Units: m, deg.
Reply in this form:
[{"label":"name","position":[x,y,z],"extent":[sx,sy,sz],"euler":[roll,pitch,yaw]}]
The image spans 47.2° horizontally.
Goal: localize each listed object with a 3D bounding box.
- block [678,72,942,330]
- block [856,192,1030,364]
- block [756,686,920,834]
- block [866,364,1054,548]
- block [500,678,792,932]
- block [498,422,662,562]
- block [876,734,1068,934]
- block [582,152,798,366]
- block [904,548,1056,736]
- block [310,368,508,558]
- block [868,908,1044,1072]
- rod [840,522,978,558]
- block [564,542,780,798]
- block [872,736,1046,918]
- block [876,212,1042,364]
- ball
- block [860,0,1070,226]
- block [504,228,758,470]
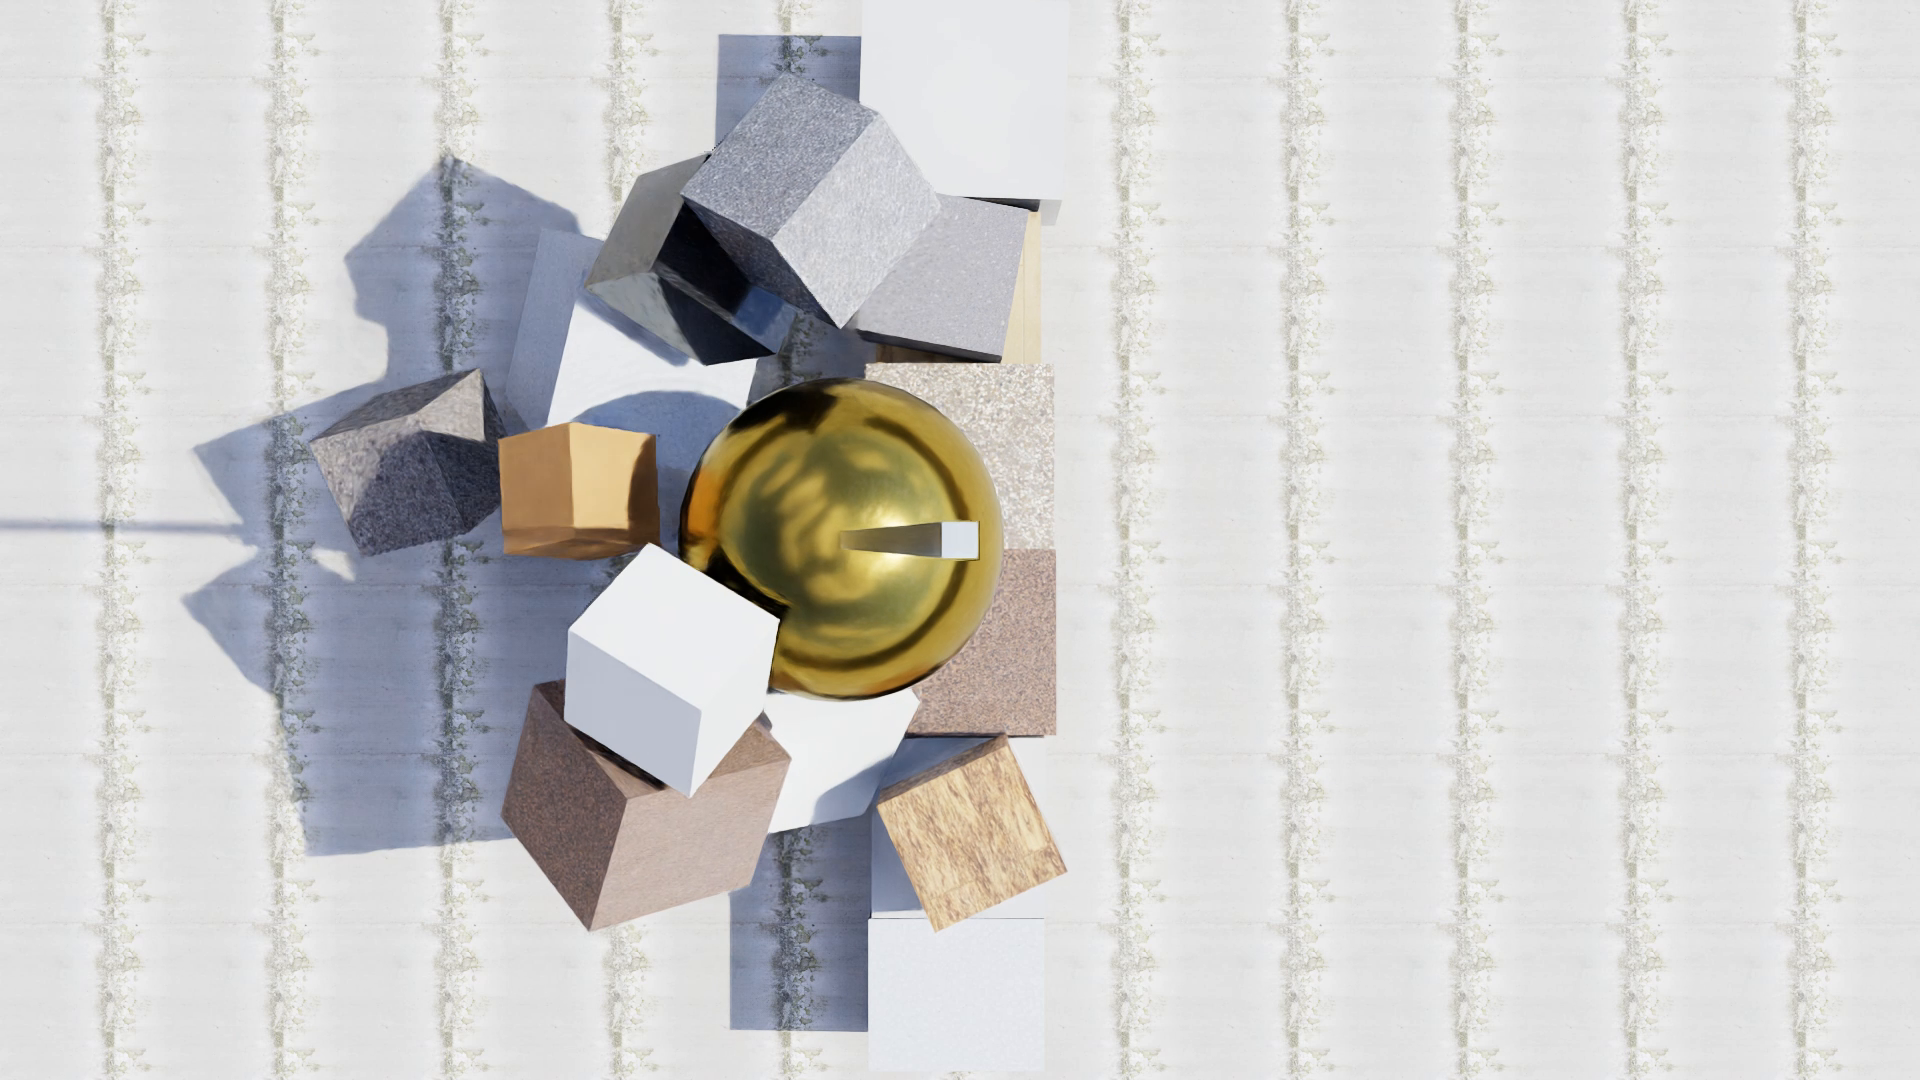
[{"label":"block","position":[-0.710,-1.631,10.563],"extent":[0.703,0.711,0.796],"euler":[31,77,38]},{"label":"block","position":[-0.089,-1.419,11.863],"extent":[0.779,0.665,0.779],"euler":[10,90,0]},{"label":"block","position":[-0.975,0.899,11.826],"extent":[0.970,0.920,0.883],"euler":[53,133,34]},{"label":"block","position":[-0.002,-0.461,12.516],"extent":[1.037,0.968,1.010],"euler":[0,90,0]},{"label":"block","position":[-1.590,1.247,11.085],"extent":[0.890,0.974,0.861],"euler":[43,127,34]},{"label":"block","position":[-1.881,-0.230,10.892],"extent":[0.501,0.581,0.569],"euler":[-10,80,36]},{"label":"block","position":[0.062,1.541,11.682],"extent":[0.757,0.661,0.724],"euler":[-25,90,0]},{"label":"block","position":[-1.300,-1.419,11.275],"extent":[0.798,0.759,0.686],"euler":[33,71,-30]},{"label":"block","position":[0.008,0.561,12.505],"extent":[1.038,0.990,1.016],"euler":[0,90,0]},{"label":"block","position":[-2.975,-0.428,12.135],"extent":[0.710,0.710,0.706],"euler":[-12,110,22]},{"label":"block","position":[-0.020,2.494,12.523],"extent":[0.963,0.954,0.834],"euler":[0,90,0]},{"label":"rod","position":[-0.251,0.000,7.408],"extent":[0.080,5.200,0.080],"euler":[0,90,-6]},{"label":"block","position":[-1.348,0.606,10.214],"extent":[0.720,0.749,0.619],"euler":[30,52,11]},{"label":"block","position":[-0.008,1.575,12.508],"extent":[0.946,0.984,0.985],"euler":[0,90,0]},{"label":"block","position":[-0.008,-1.397,12.598],"extent":[0.914,0.804,0.843],"euler":[0,90,0]},{"label":"ball","position":[-0.580,0.000,10.792],"extent":[1.600,1.600,1.600],"euler":[0,90,0]},{"label":"block","position":[0.016,-2.417,12.501],"extent":[1.126,0.997,1.083],"euler":[2,90,0]},{"label":"block","position":[-1.810,-1.048,12.215],"extent":[1.055,0.999,0.981],"euler":[9,106,-26]}]
